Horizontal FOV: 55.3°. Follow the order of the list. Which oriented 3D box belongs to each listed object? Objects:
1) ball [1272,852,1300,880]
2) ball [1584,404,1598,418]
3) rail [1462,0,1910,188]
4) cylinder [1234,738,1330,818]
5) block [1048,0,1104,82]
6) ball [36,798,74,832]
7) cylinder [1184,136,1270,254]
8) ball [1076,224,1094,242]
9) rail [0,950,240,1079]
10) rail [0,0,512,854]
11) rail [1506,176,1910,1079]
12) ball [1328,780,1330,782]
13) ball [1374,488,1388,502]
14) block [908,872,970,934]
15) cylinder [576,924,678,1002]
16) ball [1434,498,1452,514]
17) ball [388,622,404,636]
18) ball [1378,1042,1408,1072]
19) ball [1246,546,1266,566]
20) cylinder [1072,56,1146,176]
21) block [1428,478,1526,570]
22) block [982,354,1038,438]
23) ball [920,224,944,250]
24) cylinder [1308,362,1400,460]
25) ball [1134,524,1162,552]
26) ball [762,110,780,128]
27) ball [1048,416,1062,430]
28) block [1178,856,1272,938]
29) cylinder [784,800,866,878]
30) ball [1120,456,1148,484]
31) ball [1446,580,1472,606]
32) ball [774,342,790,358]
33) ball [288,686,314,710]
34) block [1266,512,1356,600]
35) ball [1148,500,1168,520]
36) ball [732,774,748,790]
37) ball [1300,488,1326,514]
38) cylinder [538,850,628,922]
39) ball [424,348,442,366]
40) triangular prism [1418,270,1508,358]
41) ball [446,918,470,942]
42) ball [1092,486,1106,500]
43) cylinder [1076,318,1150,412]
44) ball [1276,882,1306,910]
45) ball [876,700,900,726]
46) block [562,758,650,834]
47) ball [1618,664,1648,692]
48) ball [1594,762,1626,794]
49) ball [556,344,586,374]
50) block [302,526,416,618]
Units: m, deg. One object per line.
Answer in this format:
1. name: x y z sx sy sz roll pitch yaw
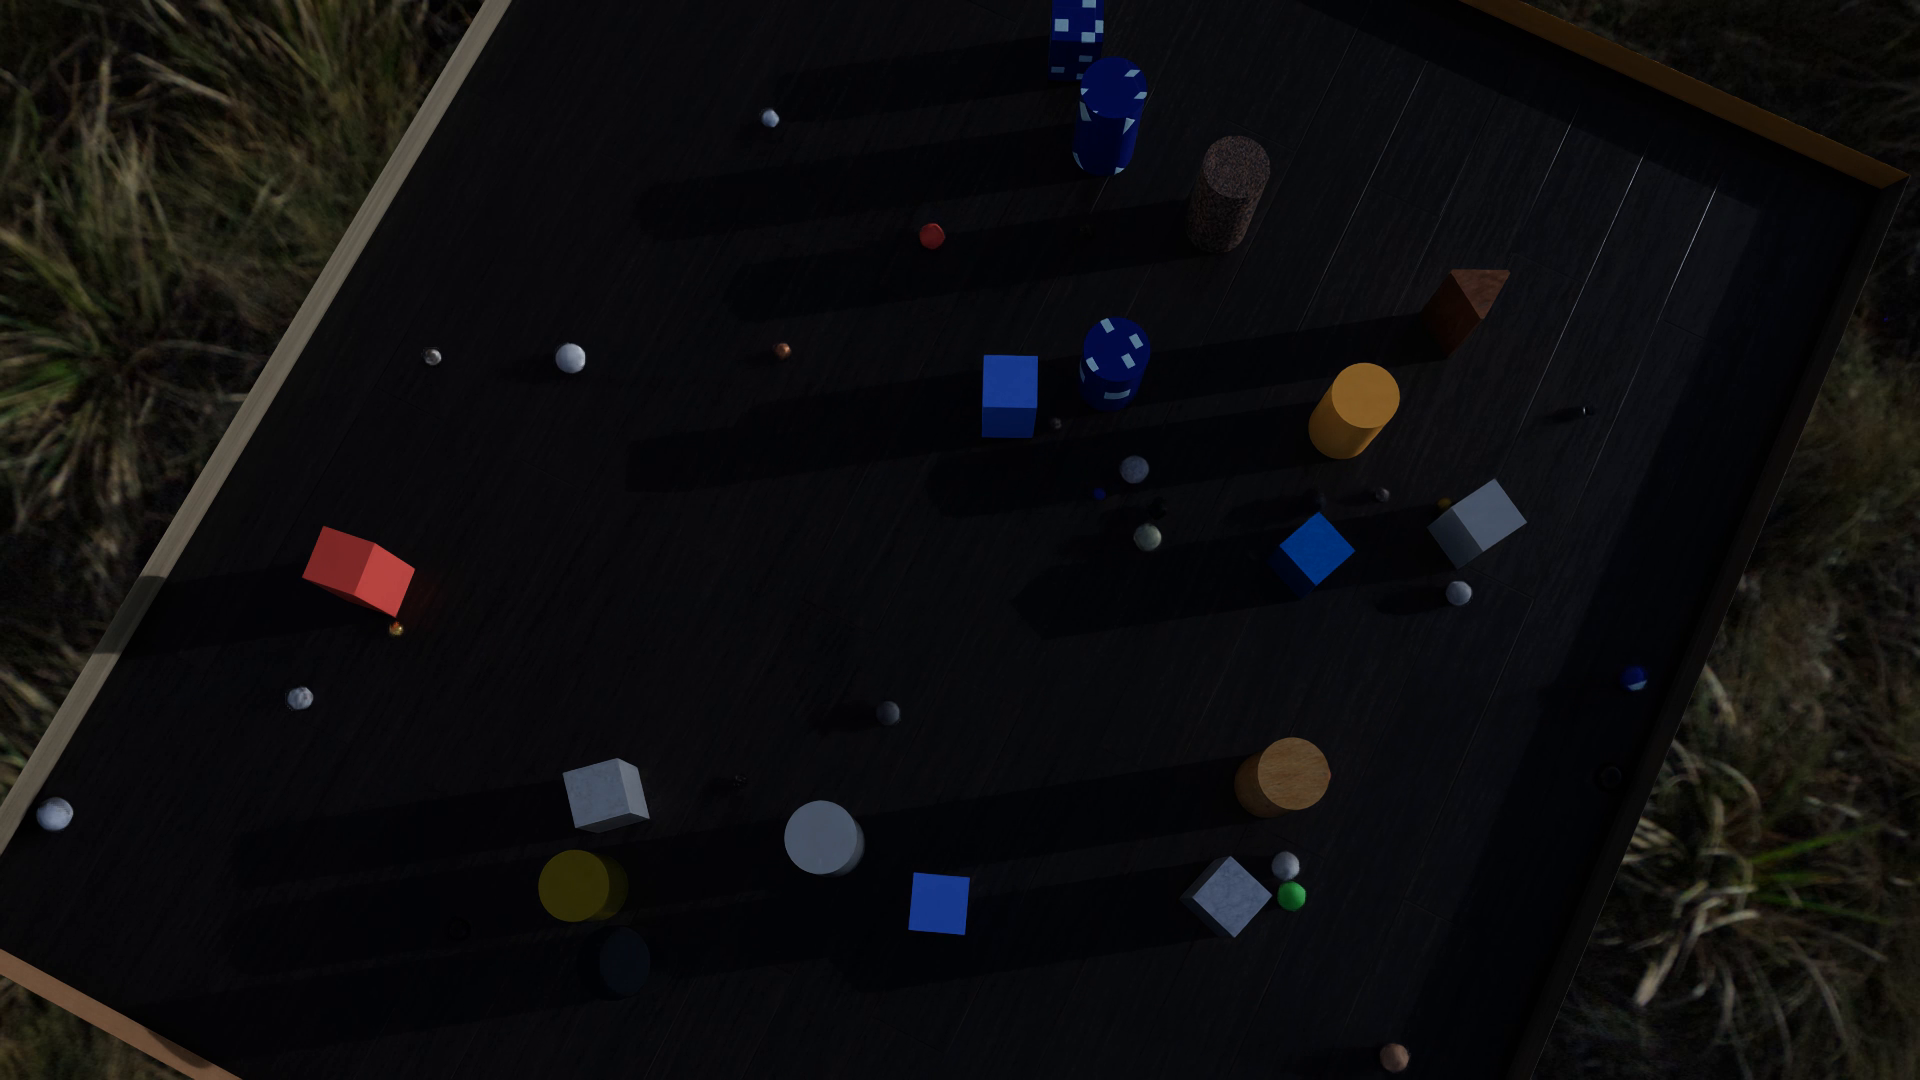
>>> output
1. ball: 0.956 0.956 5.376 0.083 0.083 0.083 0 78 0
2. ball: 1.954 -0.403 5.678 0.043 0.043 0.043 0 78 0
3. rail: 1.046 -2.042 5.973 4.277 0.129 0.045 26 80 5
4. cylinder: 0.916 0.686 5.248 0.198 0.443 0.198 0 78 0
5. block: 0.365 -1.589 5.805 0.158 0.275 0.158 2 78 0
6. ball: -2.667 0.808 5.399 0.099 0.099 0.099 0 78 0
7. cylinder: 0.812 -1.050 5.603 0.198 0.453 0.198 0 78 0
8. ball: 0.396 -0.967 5.788 0.057 0.057 0.057 0 78 0
9. rail: -1.046 2.056 5.124 4.277 0.129 0.045 26 80 5
10. rail: -1.891 -0.919 5.740 0.045 0.129 4.727 26 80 5
11. rail: 1.891 0.933 5.357 0.045 0.129 4.727 26 80 5
12. ball: 1.056 0.697 5.429 0.084 0.084 0.084 0 78 0
13. ball: 1.294 -0.139 5.624 0.042 0.042 0.042 0 78 0
14. block: -0.058 1.046 5.268 0.158 0.259 0.158 5 78 1
15. cylinder: -0.925 1.178 5.127 0.198 0.481 0.198 0 78 0
16. ball: 1.480 -0.103 5.613 0.049 0.049 0.049 0 78 0
17. ball: -1.704 0.269 5.538 0.045 0.045 0.045 0 78 0
18. ball: 1.247 1.487 5.266 0.084 0.084 0.084 0 78 0
19. ball: 0.901 0.048 5.577 0.058 0.058 0.058 0 78 0
20. cylinder: 0.458 -1.303 5.665 0.198 0.433 0.198 0 78 0
21. block: 1.542 -0.045 5.481 0.158 0.284 0.158 -33 80 -6
22. block: 0.148 -0.430 5.531 0.158 0.342 0.158 1 78 0
23. ball: -0.088 -0.957 5.774 0.081 0.081 0.081 0 78 0
24. cylinder: 1.180 -0.383 5.508 0.198 0.367 0.198 0 78 0
25. ball: 0.571 -0.007 5.575 0.084 0.084 0.084 0 78 0
26. ball: -0.608 -1.348 5.866 0.057 0.057 0.057 0 78 0
27. ball: 0.293 -0.359 5.669 0.043 0.043 0.043 0 78 0
28. block: 0.755 1.021 5.240 0.158 0.324 0.158 43 81 8
29. cylinder: -0.379 0.854 5.205 0.198 0.459 0.198 0 78 0
30. ball: 0.535 -0.216 5.616 0.089 0.089 0.089 0 78 0
31. ball: 1.508 0.160 5.545 0.075 0.075 0.075 0 78 0
32. ball: -0.554 -0.590 5.713 0.051 0.051 0.051 0 78 0
33. ball: -1.973 0.473 5.482 0.072 0.072 0.072 0 78 0
34. block: 1.046 0.049 5.482 0.158 0.245 0.158 -40 81 -8
35. ball: 0.604 -0.093 5.605 0.061 0.061 0.061 0 78 0
36. ball: -0.651 0.718 5.444 0.048 0.048 0.048 0 78 0
37. ball: 1.079 -0.119 5.601 0.080 0.080 0.080 0 78 0
38. cylinder: -1.076 0.994 5.255 0.198 0.306 0.198 0 78 0
39. ball: -1.643 -0.570 5.708 0.052 0.052 0.052 0 78 0
40. triangular prism: 1.506 -0.715 5.566 0.148 0.389 0.171 30 80 6
41. ball: -1.462 1.138 5.346 0.068 0.068 0.068 0 78 0
42. ball: 0.427 -0.143 5.626 0.040 0.040 0.040 0 78 0
43. cylinder: 0.463 -0.528 5.558 0.198 0.329 0.198 0 78 0
44. ball: 0.969 1.041 5.358 0.085 0.085 0.085 0 78 0
45. ball: -0.215 0.517 5.472 0.073 0.073 0.073 0 78 0
46. block: -1.019 0.742 5.296 0.158 0.328 0.158 -15 79 -3
47. ball: 2.015 0.415 5.488 0.083 0.083 0.083 0 78 0
48. ball: 1.925 0.705 5.424 0.092 0.092 0.092 0 78 0
49. ball: -1.207 -0.563 5.686 0.093 0.093 0.093 0 78 0
50. block: -1.765 0.097 5.396 0.158 0.393 0.158 18 79 4
